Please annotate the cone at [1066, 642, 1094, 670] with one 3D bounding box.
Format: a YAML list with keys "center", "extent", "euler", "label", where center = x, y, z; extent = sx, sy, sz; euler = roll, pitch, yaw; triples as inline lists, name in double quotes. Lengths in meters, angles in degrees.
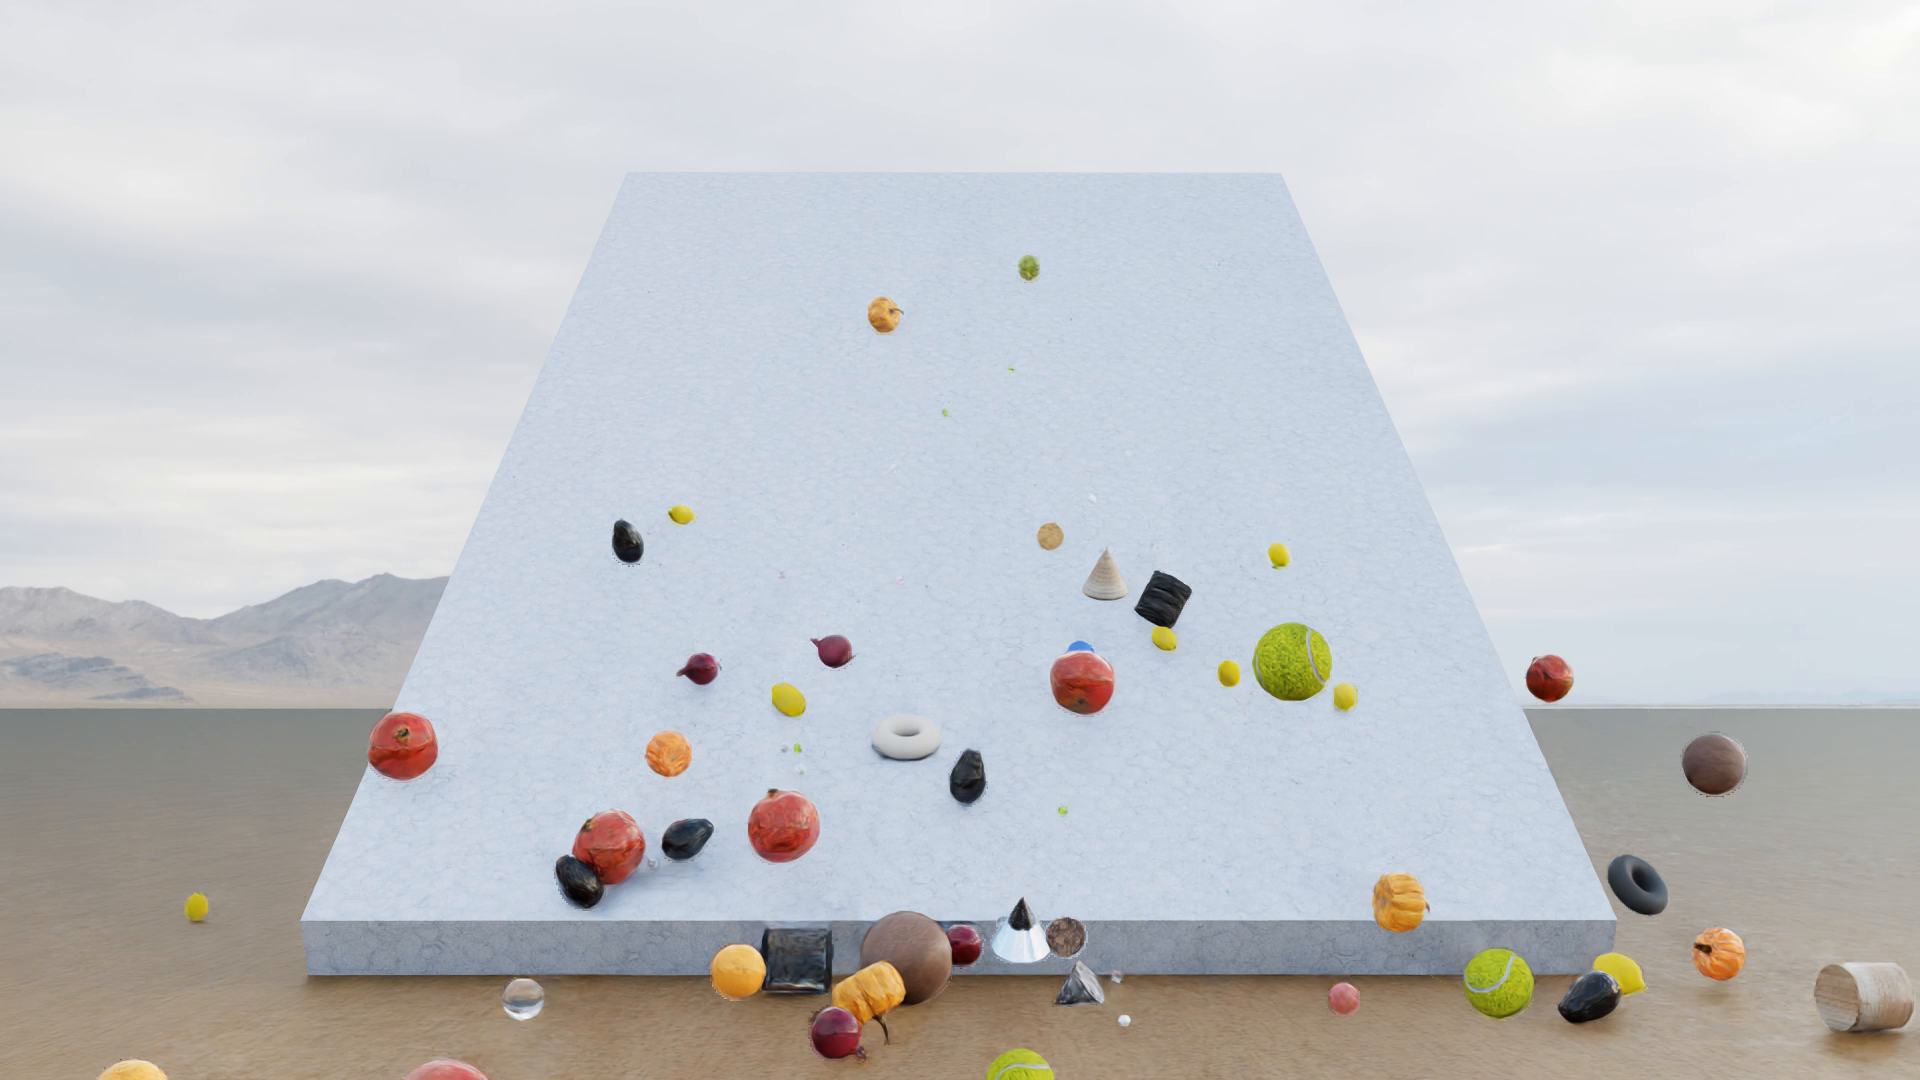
- center: [0.217, 0.212, 4.309]
  extent: [0.054, 0.054, 0.054]
  euler: [0, -2, -5]
  label: "cone"

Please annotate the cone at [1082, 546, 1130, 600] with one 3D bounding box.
- center: [0.284, 0.055, 4.561]
  extent: [0.094, 0.094, 0.094]
  euler: [0, 25, 0]
  label: "cone"

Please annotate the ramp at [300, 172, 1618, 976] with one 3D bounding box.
- center: [-0.009, -0.229, 5.391]
  extent: [2.000, 0.100, 4.000]
  euler: [0, 25, 0]
  label: "ramp"

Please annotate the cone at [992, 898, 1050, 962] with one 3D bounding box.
- center: [0.092, 0.566, 3.485]
  extent: [0.088, 0.088, 0.088]
  euler: [0, 26, 0]
  label: "cone"

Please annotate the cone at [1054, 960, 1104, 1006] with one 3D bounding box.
- center: [0.145, 0.593, 3.064]
  extent: [0.061, 0.061, 0.061]
  euler: [-40, -18, 17]
  label: "cone"

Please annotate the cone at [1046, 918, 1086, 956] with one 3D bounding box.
- center: [0.157, 0.588, 3.509]
  extent: [0.058, 0.058, 0.058]
  euler: [0, 2, -1]
  label: "cone"

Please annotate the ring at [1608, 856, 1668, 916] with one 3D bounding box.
- center: [1.068, 0.544, 3.693]
  extent: [0.108, 0.108, 0.036]
  euler: [3, -43, -37]
  label: "ring"

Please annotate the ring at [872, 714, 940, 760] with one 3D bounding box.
- center: [-0.092, 0.338, 4.024]
  extent: [0.118, 0.039, 0.118]
  euler: [1, 24, 0]
  label: "ring"

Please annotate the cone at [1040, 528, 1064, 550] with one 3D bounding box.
- center: [0.177, -0.006, 4.771]
  extent: [0.056, 0.056, 0.056]
  euler: [2, 16, -24]
  label: "cone"

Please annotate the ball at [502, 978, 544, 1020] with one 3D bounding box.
- center: [-0.576, 0.605, 3.091]
  extent: [0.055, 0.055, 0.055]
  euler: [0, -4, 0]
  label: "ball"

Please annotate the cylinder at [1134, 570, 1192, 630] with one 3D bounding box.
- center: [0.381, 0.113, 4.389]
  extent: [0.080, 0.080, 0.080]
  euler: [28, -11, 6]
  label: "cylinder"

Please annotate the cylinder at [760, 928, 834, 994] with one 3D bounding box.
- center: [-0.234, 0.603, 3.362]
  extent: [0.091, 0.091, 0.091]
  euler: [1, -4, 5]
  label: "cylinder"
